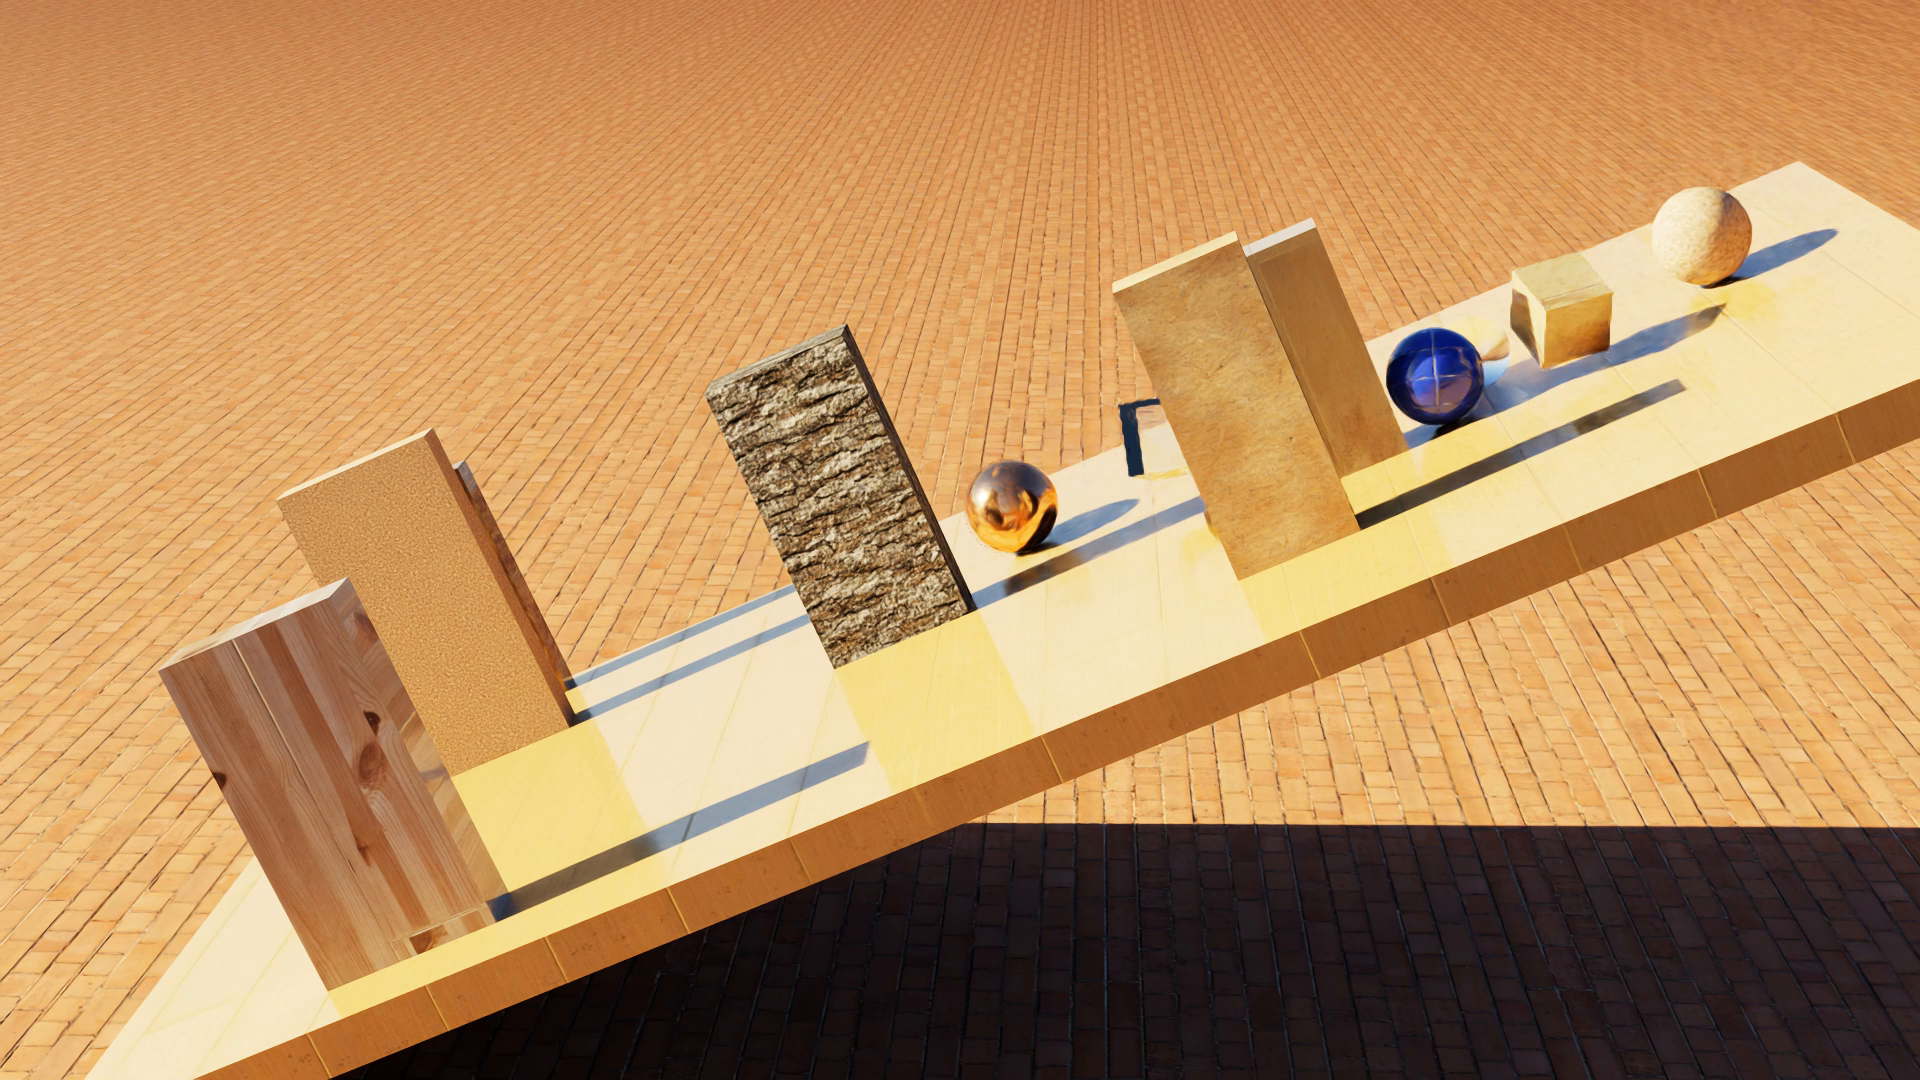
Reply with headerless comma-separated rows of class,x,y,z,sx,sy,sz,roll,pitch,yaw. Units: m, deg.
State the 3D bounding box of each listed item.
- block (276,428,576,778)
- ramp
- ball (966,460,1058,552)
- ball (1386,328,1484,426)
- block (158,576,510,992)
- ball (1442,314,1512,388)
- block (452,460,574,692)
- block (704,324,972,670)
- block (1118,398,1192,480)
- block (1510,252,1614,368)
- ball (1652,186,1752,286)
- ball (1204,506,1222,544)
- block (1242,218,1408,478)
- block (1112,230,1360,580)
block,-1.246,0.163,6.887,0.387,0.766,0.093,-23,13,8
ramp,0.131,0.170,6.285,4.000,0.100,2.000,-23,13,8
ball,0.117,-0.076,6.605,0.208,0.208,0.208,0,15,0
ball,0.982,-0.338,6.079,0.203,0.203,0.203,0,15,0
block,-1.201,0.473,5.674,0.368,0.710,0.143,-23,13,8
ball,1.084,-0.398,6.223,0.162,0.162,0.162,0,15,0
block,-1.241,0.150,7.272,0.325,0.618,0.091,-23,13,8
block,-0.258,-0.093,6.330,0.320,0.663,0.139,-23,13,8
block,0.452,-0.221,6.315,0.156,0.156,0.156,-10,-6,23
block,1.227,-0.470,6.004,0.149,0.149,0.149,-16,43,-10
ball,1.568,-0.643,6.217,0.208,0.208,0.208,0,15,0
ball,0.558,-0.054,5.844,0.145,0.145,0.145,0,15,0
block,0.633,-0.344,6.064,0.414,0.503,0.123,-23,13,8
block,0.531,-0.255,5.642,0.254,0.613,0.112,-23,13,8
